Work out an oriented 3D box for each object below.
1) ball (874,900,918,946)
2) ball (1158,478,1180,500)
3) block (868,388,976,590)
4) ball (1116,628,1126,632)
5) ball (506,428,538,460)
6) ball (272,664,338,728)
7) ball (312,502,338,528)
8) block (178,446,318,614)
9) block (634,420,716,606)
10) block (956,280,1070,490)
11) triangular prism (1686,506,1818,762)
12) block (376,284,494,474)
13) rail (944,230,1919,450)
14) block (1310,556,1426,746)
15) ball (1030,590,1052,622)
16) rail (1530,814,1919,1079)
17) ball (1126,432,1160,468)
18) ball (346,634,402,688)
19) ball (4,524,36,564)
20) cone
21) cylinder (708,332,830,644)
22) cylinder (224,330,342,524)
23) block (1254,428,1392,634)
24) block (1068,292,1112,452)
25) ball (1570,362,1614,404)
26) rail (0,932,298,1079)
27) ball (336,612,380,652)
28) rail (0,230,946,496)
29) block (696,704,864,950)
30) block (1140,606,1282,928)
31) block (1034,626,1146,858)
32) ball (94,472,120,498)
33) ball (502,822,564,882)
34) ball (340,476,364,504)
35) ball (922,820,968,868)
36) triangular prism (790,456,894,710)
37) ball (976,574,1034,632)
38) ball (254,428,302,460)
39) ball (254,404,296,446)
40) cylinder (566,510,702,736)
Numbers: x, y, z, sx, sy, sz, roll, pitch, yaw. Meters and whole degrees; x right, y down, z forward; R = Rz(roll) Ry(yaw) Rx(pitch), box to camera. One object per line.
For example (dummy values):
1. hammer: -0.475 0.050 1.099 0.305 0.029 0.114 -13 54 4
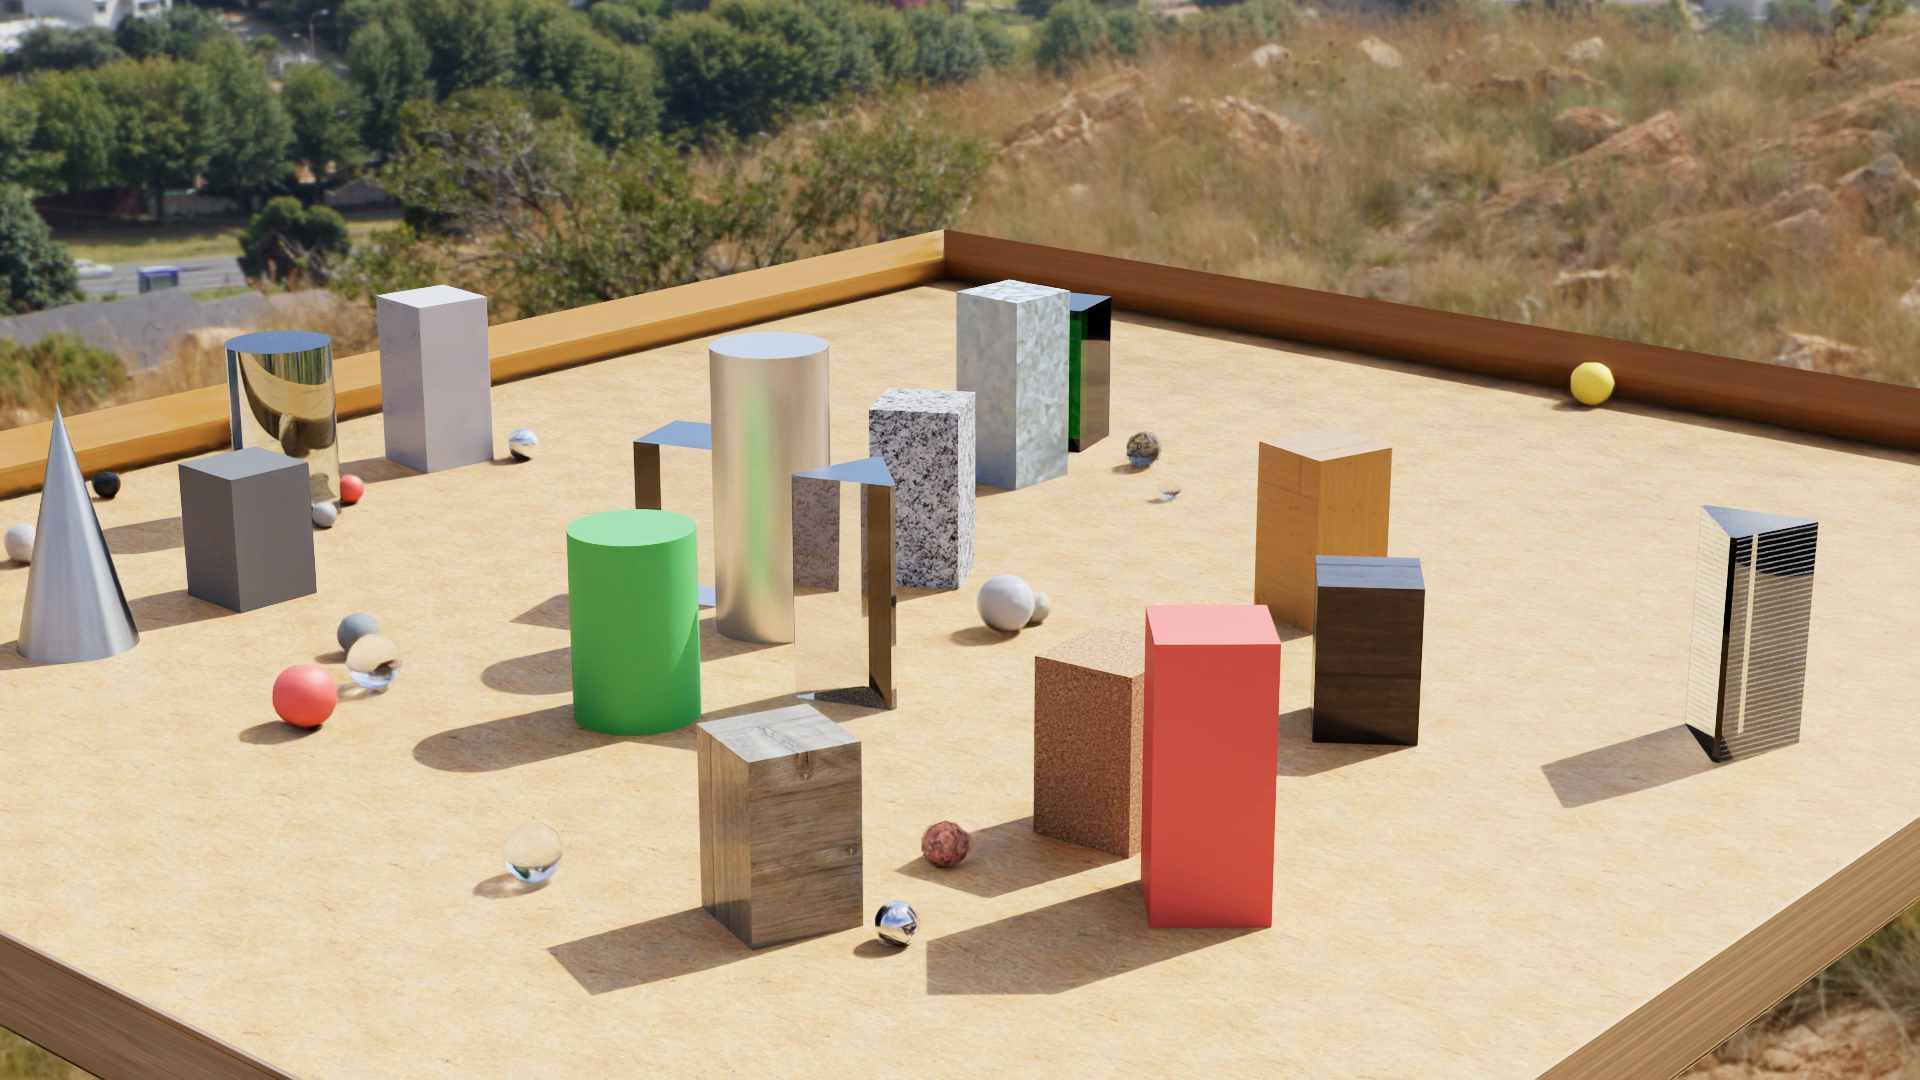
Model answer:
1. ball: -0.081 0.488 3.734 0.057 0.057 0.057 0 17 0
2. ball: 0.408 -0.099 5.710 0.042 0.042 0.042 0 17 0
3. block: -0.066 -0.092 5.205 0.158 0.320 0.158 3 17 11
4. ball: 0.258 0.172 4.787 0.055 0.055 0.055 0 17 0
5. ball: -0.894 -0.197 5.995 0.064 0.064 0.064 0 17 0
6. ball: -1.004 0.239 4.490 0.099 0.099 0.099 0 17 0
7. ball: -1.199 -0.048 5.529 0.048 0.048 0.048 0 17 0
8. block: -1.240 -0.019 5.106 0.158 0.238 0.158 15 22 40
9. block: -0.460 -0.048 5.129 0.158 0.280 0.158 7 18 21
10. block: 0.105 -0.310 5.829 0.158 0.376 0.158 15 22 40
11. triangular prism: 1.158 0.133 4.407 0.171 0.349 0.148 -10 19 -29
12. block: -1.065 -0.328 5.951 0.158 0.340 0.158 -15 22 -40
13. rail: 1.318 -0.406 6.573 3.645 0.129 0.045 14 22 39
14. block: 0.619 0.167 4.469 0.158 0.248 0.158 2 17 5
15. ball: 0.129 0.113 4.987 0.053 0.053 0.053 0 17 0
16. rail: 1.358 0.372 3.991 0.045 0.129 4.067 14 22 39
17. ball: 0.370 -0.182 5.938 0.069 0.069 0.069 0 17 0
18. ball: -0.930 0.193 4.663 0.087 0.087 0.087 0 17 0
19. ball: -1.695 0.007 5.309 0.069 0.069 0.069 0 17 0
20. cone: -1.467 -0.026 4.820 0.198 0.414 0.198 0 17 0
21. cylinder: -0.315 -0.088 4.903 0.198 0.487 0.198 0 17 0
22. cylinder: -1.286 -0.213 5.577 0.198 0.336 0.198 0 17 0
23. block: 0.616 -0.017 4.989 0.158 0.301 0.158 -11 20 -32
24. block: 0.209 -0.353 6.107 0.158 0.298 0.158 8 18 24
25. ball: 1.385 -0.344 6.429 0.095 0.095 0.095 0 17 0
26. rail: -1.318 0.470 3.667 3.645 0.129 0.045 14 22 39
27. ball: -0.989 0.154 4.819 0.070 0.070 0.070 0 17 0
28. rail: -1.358 -0.308 6.249 0.045 0.129 4.067 14 22 39
29. block: -0.232 0.368 3.788 0.158 0.255 0.158 -9 19 -27
30. block: 0.323 0.293 3.810 0.158 0.387 0.158 0 17 -1
31. block: 0.213 0.279 4.075 0.158 0.262 0.158 12 20 34
32. ball: -1.665 -0.108 5.721 0.052 0.052 0.052 0 17 0
33. ball: -0.571 0.418 3.927 0.081 0.081 0.081 0 17 0
34. ball: -1.183 -0.099 5.687 0.054 0.054 0.054 0 17 0
35. ball: -0.019 0.412 3.976 0.063 0.063 0.063 0 17 0
36. triangular prism: -0.154 0.062 4.617 0.171 0.363 0.148 6 18 20
37. ball: 0.076 0.107 4.930 0.098 0.098 0.098 0 17 0
38. ball: -1.367 -0.178 5.878 0.095 0.095 0.095 0 17 0
39. ball: -1.423 -0.238 6.094 0.086 0.086 0.086 0 17 0
40. cylinder: -0.501 0.125 4.515 0.198 0.302 0.198 0 17 0
